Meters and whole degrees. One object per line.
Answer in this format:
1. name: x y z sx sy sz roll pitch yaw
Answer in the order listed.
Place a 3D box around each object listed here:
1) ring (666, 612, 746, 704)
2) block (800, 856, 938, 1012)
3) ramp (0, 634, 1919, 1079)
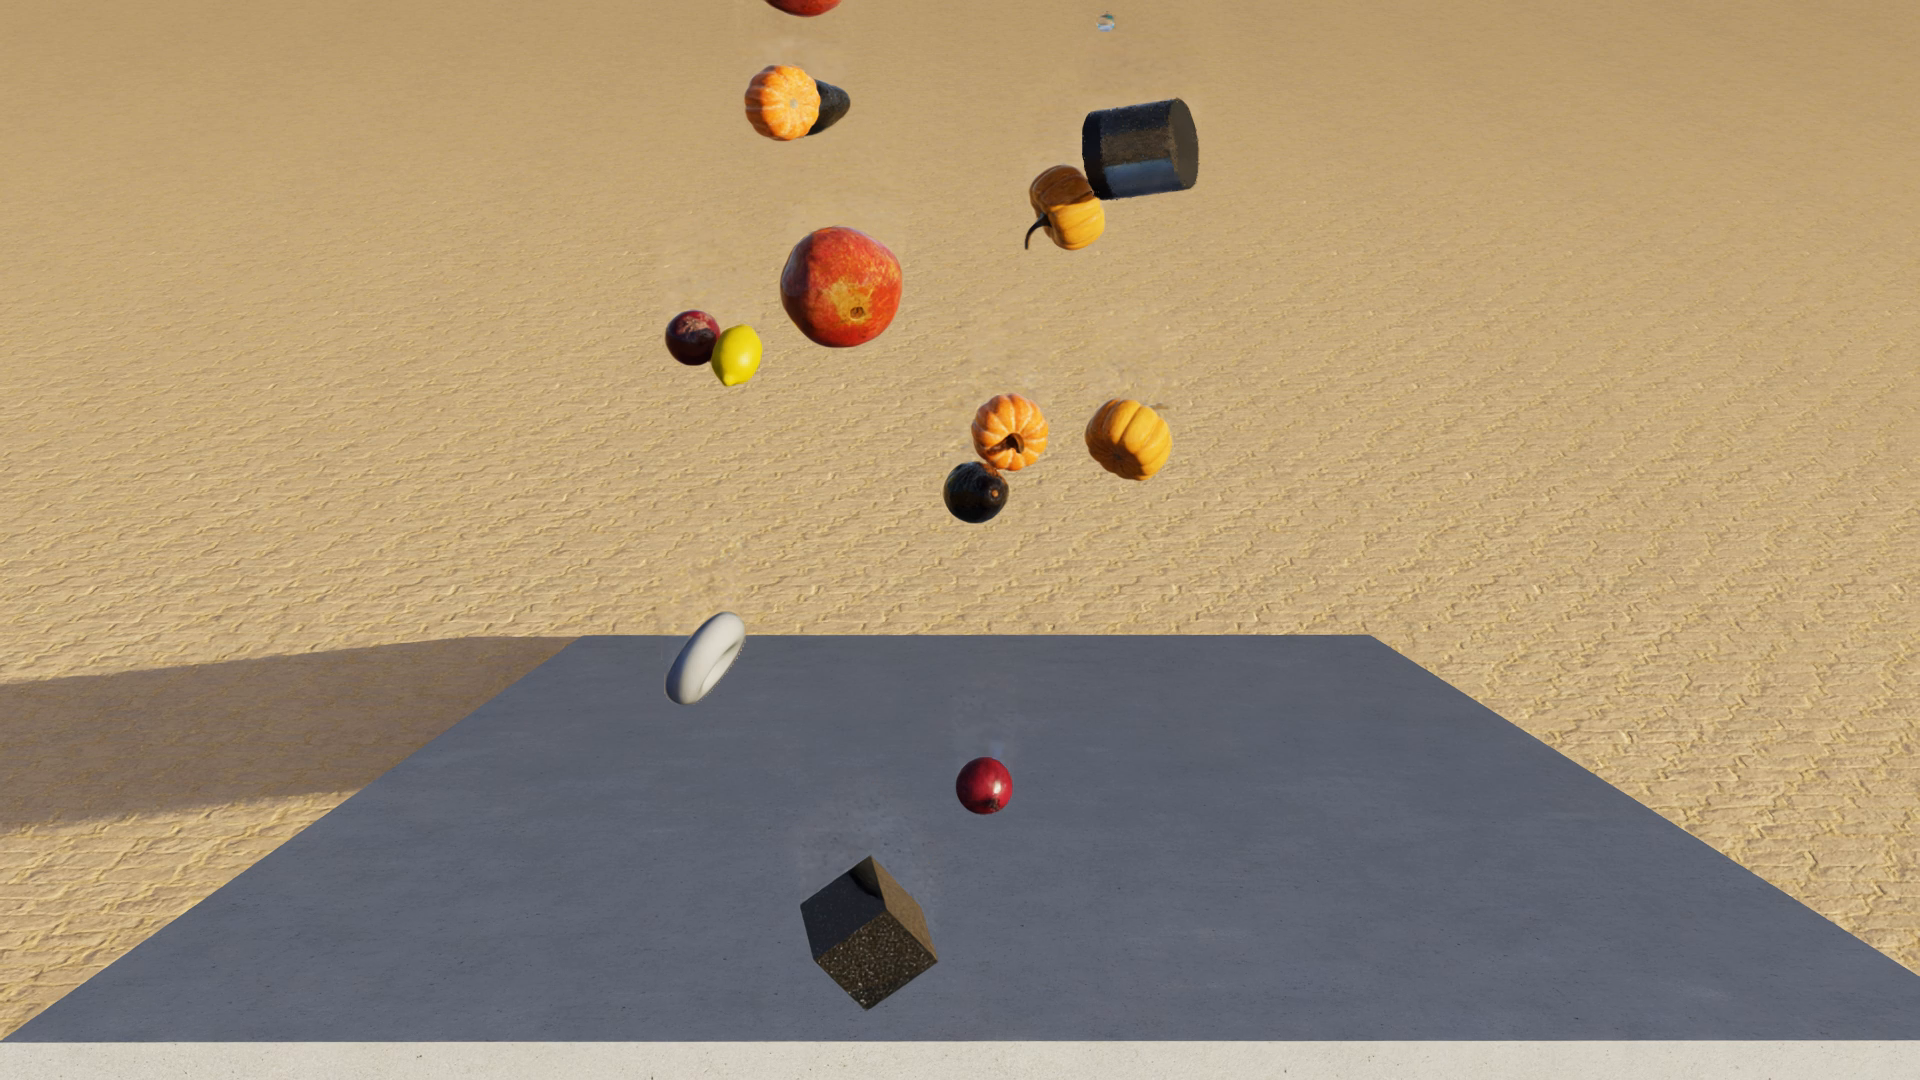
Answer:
1. ring: -0.275 0.128 2.778 0.039 0.116 0.116 36 28 7
2. block: -0.095 0.408 2.665 0.093 0.093 0.093 -36 31 8
3. ramp: 0.046 0.418 4.535 2.000 0.100 4.000 0 4 0
